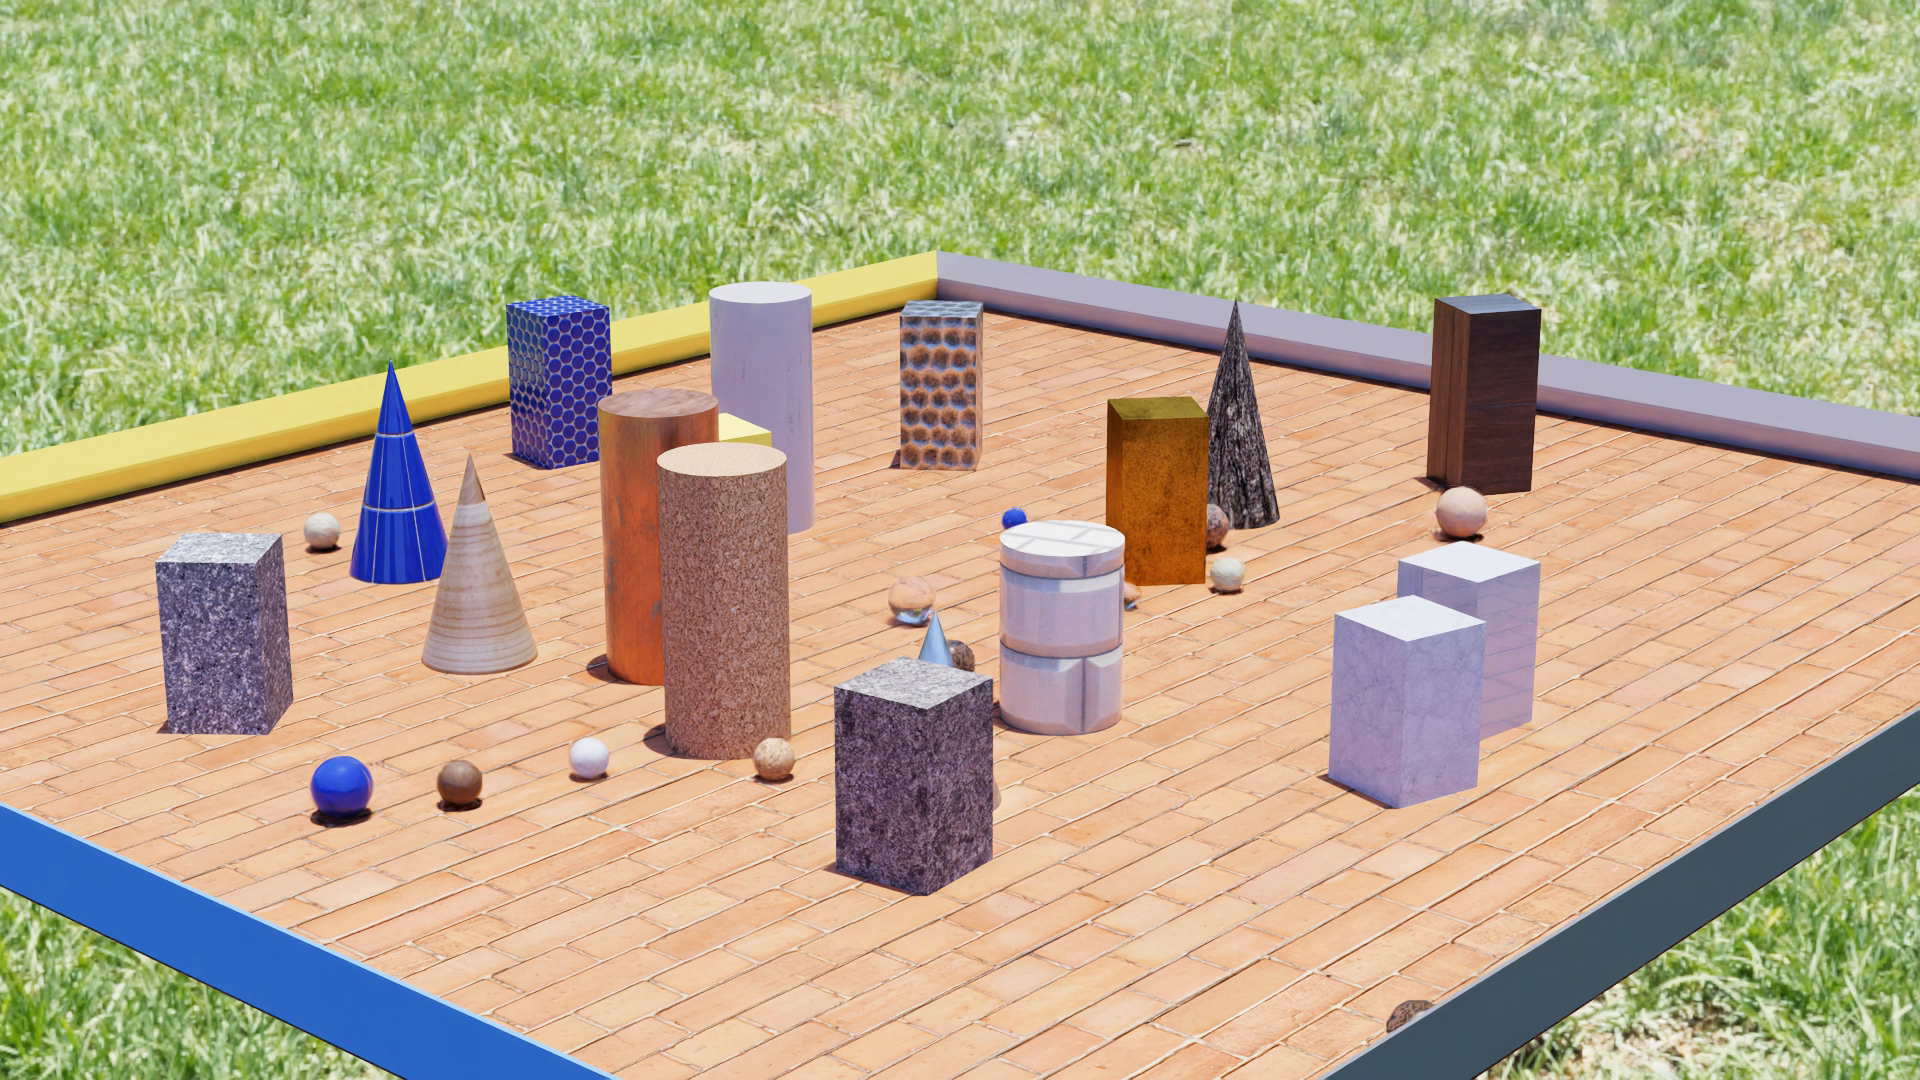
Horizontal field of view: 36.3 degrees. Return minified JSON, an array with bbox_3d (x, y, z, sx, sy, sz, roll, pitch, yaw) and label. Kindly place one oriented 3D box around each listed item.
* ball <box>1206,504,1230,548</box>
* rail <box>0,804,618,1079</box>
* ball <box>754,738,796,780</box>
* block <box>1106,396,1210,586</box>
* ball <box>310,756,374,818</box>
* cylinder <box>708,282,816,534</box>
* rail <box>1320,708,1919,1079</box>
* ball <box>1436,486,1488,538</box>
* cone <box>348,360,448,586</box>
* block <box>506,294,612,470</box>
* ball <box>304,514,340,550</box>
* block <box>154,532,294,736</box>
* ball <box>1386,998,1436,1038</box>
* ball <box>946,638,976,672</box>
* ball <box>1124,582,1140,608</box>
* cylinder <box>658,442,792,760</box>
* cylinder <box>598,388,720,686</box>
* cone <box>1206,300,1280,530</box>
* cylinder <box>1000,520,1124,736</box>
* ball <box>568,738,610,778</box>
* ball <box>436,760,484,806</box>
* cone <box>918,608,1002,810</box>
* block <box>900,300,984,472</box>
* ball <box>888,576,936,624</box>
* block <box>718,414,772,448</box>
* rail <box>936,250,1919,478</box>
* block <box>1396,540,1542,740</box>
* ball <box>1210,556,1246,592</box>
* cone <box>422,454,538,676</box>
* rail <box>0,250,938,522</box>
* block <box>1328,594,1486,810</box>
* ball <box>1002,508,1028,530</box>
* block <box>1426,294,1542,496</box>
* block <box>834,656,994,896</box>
[{"bbox_3d":[0.452,-0.025,5.381,0.083,0.083,0.083,0,17,0],"label":"ball"},{"bbox_3d":[-1.170,0.421,3.831,3.303,0.124,0.045,14,22,39],"label":"rail"},{"bbox_3d":[-0.271,0.319,4.279,0.061,0.061,0.061,0,17,0],"label":"ball"},{"bbox_3d":[0.348,-0.087,5.203,0.152,0.304,0.152,-2,17,-7],"label":"block"},{"bbox_3d":[-0.872,0.348,4.135,0.088,0.088,0.088,0,17,0],"label":"ball"},{"bbox_3d":[-0.369,-0.246,5.485,0.190,0.444,0.190,0,17,0],"label":"cylinder"},{"bbox_3d":[1.229,0.340,4.099,0.045,0.124,3.616,14,22,39],"label":"rail"},{"bbox_3d":[0.931,-0.051,5.446,0.095,0.095,0.095,0,17,0],"label":"ball"},{"bbox_3d":[-1.001,-0.134,5.211,0.190,0.390,0.190,0,17,0],"label":"cone"},{"bbox_3d":[-0.812,-0.322,5.962,0.152,0.315,0.152,-12,21,-35],"label":"block"},{"bbox_3d":[-1.170,-0.016,5.377,0.066,0.066,0.066,0,17,0],"label":"ball"},{"bbox_3d":[-1.125,0.143,4.494,0.152,0.274,0.152,1,17,2],"label":"block"},{"bbox_3d":[0.533,0.572,3.417,0.075,0.075,0.075,0,17,0],"label":"ball"},{"bbox_3d":[-0.014,0.197,4.652,0.079,0.079,0.079,0,17,0],"label":"ball"},{"bbox_3d":[0.287,0.095,5.048,0.046,0.046,0.046,0,17,0],"label":"ball"},{"bbox_3d":[-0.351,0.090,4.384,0.190,0.438,0.190,0,17,0],"label":"cylinder"},{"bbox_3d":[-0.477,-0.006,4.698,0.190,0.441,0.190,0,17,0],"label":"cylinder"},{"bbox_3d":[0.515,-0.250,5.532,0.190,0.426,0.190,0,17,0],"label":"cone"},{"bbox_3d":[0.156,0.134,4.504,0.190,0.286,0.190,0,17,0],"label":"cylinder"},{"bbox_3d":[-0.542,0.318,4.285,0.059,0.059,0.059,0,17,0],"label":"ball"},{"bbox_3d":[-0.713,0.346,4.180,0.066,0.066,0.066,0,17,0],"label":"ball"},{"bbox_3d":[-0.035,0.234,4.168,0.190,0.288,0.190,0,17,0],"label":"cone"},{"bbox_3d":[-0.036,-0.313,5.931,0.152,0.316,0.152,2,17,5],"label":"block"},{"bbox_3d":[-0.082,0.100,4.968,0.081,0.081,0.081,0,17,0],"label":"ball"},{"bbox_3d":[-0.419,-0.025,4.942,0.152,0.336,0.152,-11,20,-32],"label":"block"},{"bbox_3d":[1.170,-0.359,6.410,3.303,0.124,0.045,14,22,39],"label":"rail"},{"bbox_3d":[0.773,0.155,4.483,0.152,0.257,0.152,-15,22,-40],"label":"block"},{"bbox_3d":[0.469,0.060,5.137,0.061,0.061,0.061,0,17,0],"label":"ball"},{"bbox_3d":[-0.788,0.024,4.759,0.190,0.349,0.190,0,17,0],"label":"cone"},{"bbox_3d":[-1.229,-0.278,6.142,0.045,0.124,3.616,14,22,39],"label":"rail"},{"bbox_3d":[0.645,0.232,4.236,0.152,0.252,0.152,-11,20,-33],"label":"block"},{"bbox_3d":[0.101,-0.034,5.468,0.049,0.049,0.049,0,17,0],"label":"ball"},{"bbox_3d":[1.026,-0.285,5.750,0.152,0.366,0.152,-5,18,-17],"label":"block"},{"bbox_3d":[-0.061,0.315,3.943,0.152,0.263,0.152,12,20,33],"label":"block"}]
